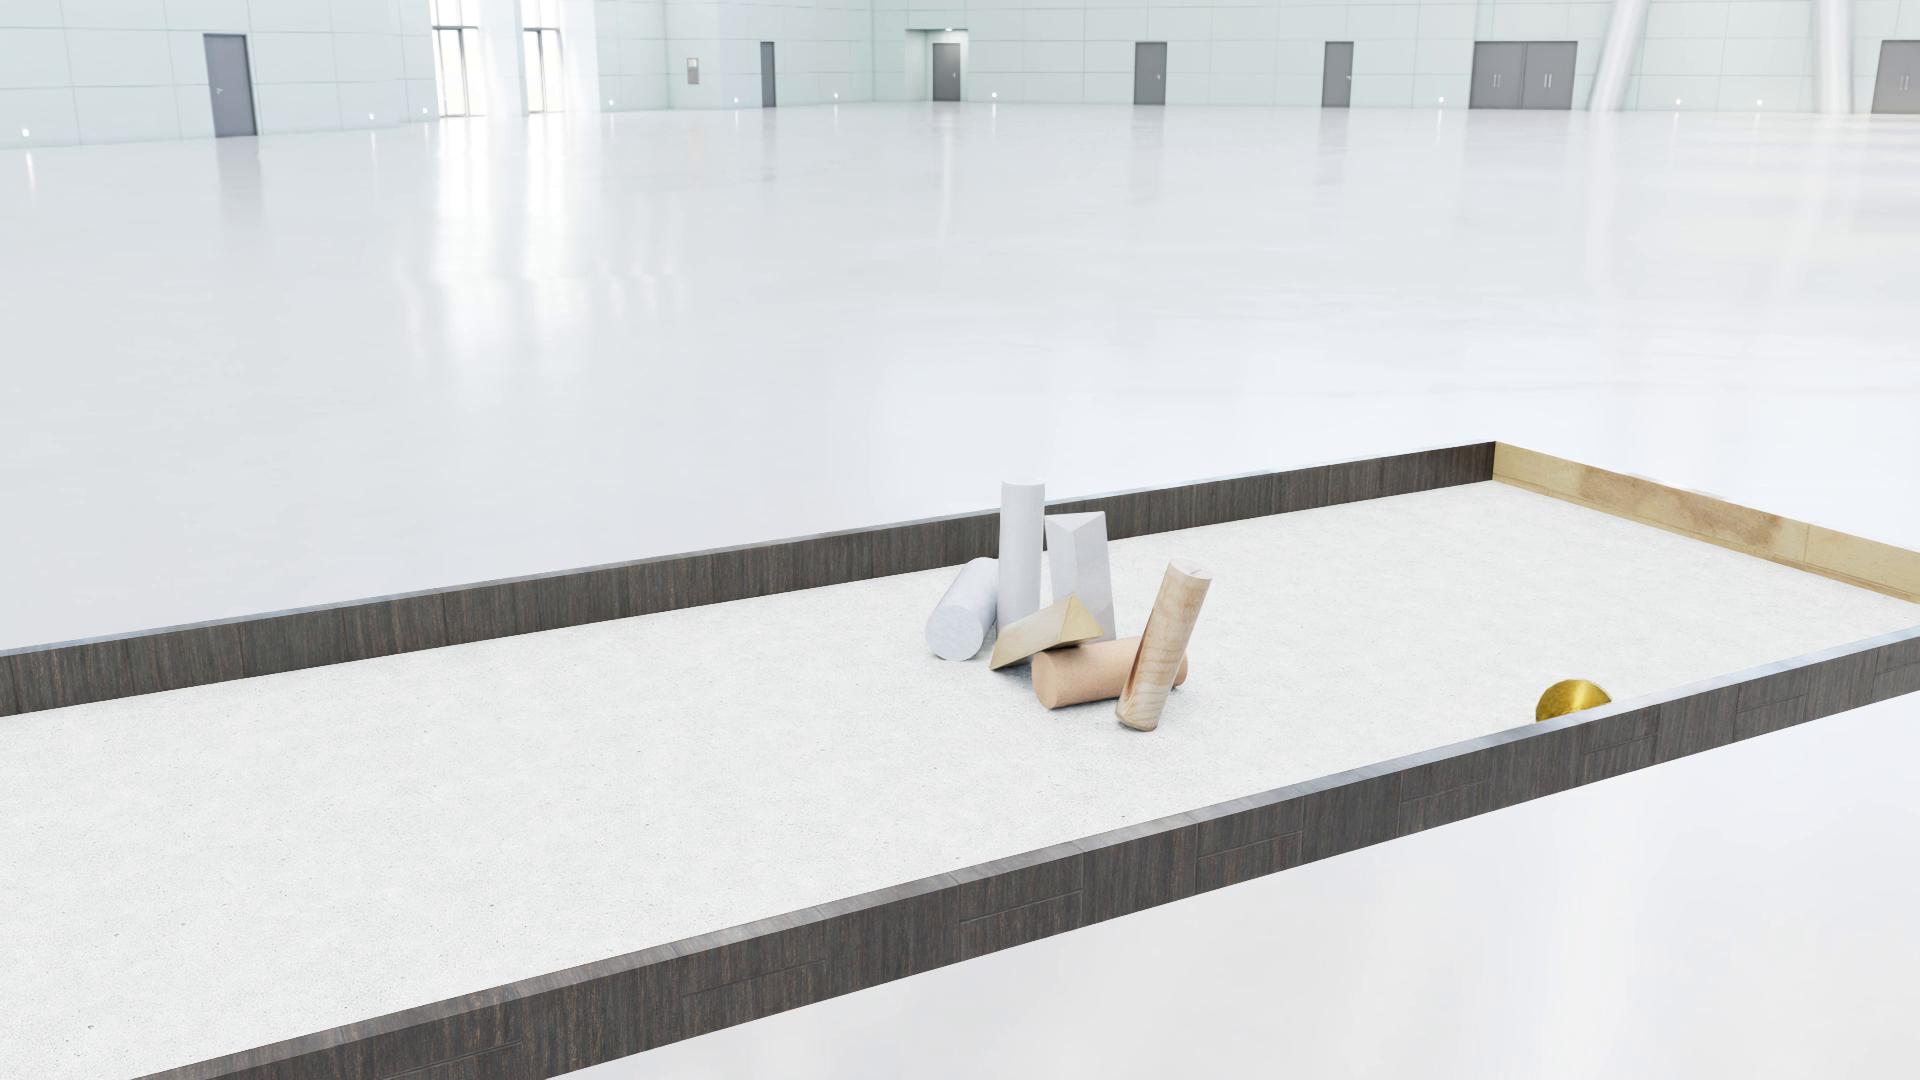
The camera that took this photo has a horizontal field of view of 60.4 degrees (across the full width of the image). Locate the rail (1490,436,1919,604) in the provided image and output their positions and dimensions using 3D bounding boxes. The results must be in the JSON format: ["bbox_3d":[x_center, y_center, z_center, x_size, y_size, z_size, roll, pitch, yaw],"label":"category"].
[{"bbox_3d":[2.466,-0.048,5.253,0.050,0.150,2.100,-9,18,-27],"label":"rail"}]

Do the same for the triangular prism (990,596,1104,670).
[{"bbox_3d":[0.198,0.227,4.055,0.117,0.102,0.434,-7,-10,-23],"label":"triangular prism"}]

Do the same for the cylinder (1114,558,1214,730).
[{"bbox_3d":[0.468,0.242,3.802,0.105,0.398,0.105,15,21,-6],"label":"cylinder"}]

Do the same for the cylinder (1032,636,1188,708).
[{"bbox_3d":[0.367,0.316,4.033,0.359,0.138,0.138,-7,18,-23],"label":"cylinder"}]

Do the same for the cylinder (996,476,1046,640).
[{"bbox_3d":[0.160,0.056,4.382,0.116,0.436,0.116,2,14,0],"label":"cylinder"}]

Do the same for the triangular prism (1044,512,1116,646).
[{"bbox_3d":[0.286,0.141,4.131,0.128,0.413,0.148,8,24,37],"label":"triangular prism"}]

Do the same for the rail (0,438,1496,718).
[{"bbox_3d":[-3.305,0.497,3.399,12.000,0.150,0.050,-9,18,-27],"label":"rail"}]

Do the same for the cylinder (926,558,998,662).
[{"bbox_3d":[0.028,0.182,4.463,0.154,0.154,0.428,3,17,11],"label":"cylinder"}]

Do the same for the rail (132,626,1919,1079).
[{"bbox_3d":[-2.336,1.006,1.665,12.000,0.150,0.050,-9,18,-27],"label":"rail"}]

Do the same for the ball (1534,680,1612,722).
[{"bbox_3d":[1.378,0.399,3.695,0.171,0.171,0.171,0,16,0],"label":"ball"}]
